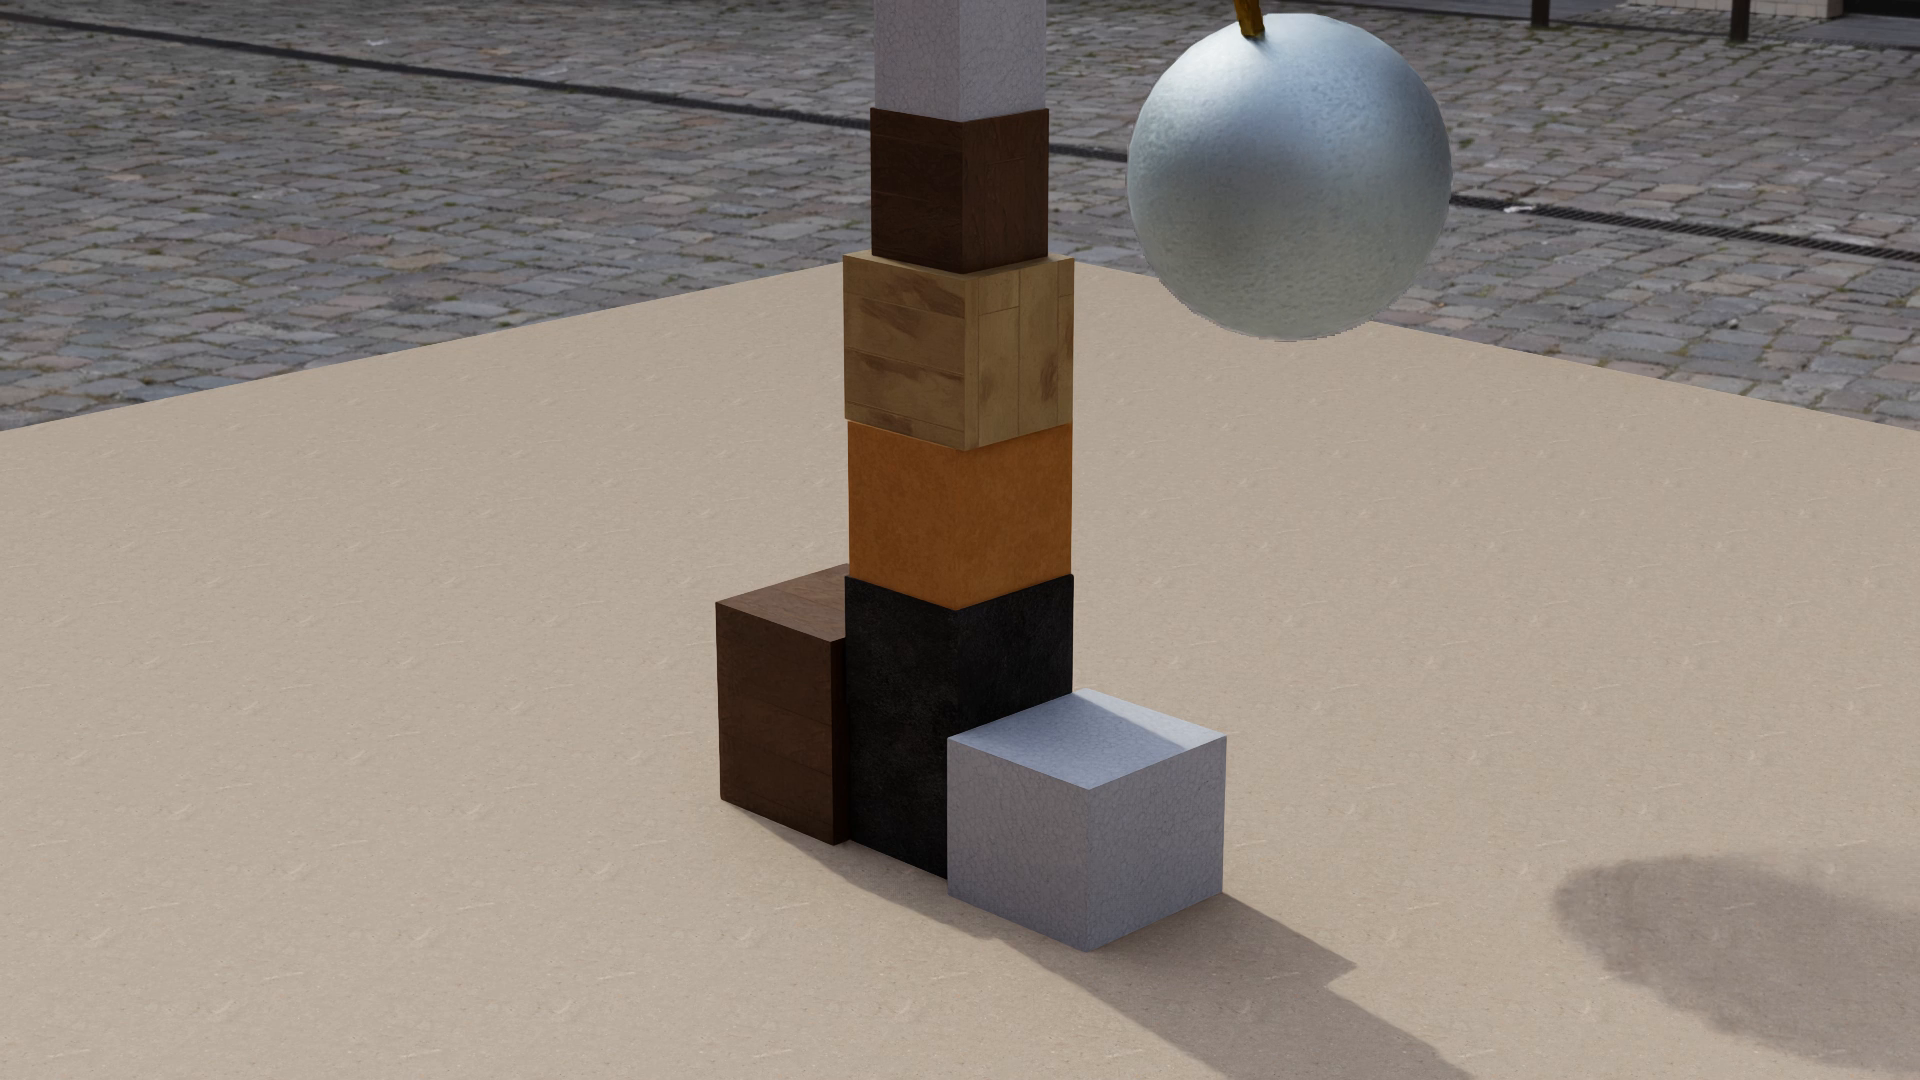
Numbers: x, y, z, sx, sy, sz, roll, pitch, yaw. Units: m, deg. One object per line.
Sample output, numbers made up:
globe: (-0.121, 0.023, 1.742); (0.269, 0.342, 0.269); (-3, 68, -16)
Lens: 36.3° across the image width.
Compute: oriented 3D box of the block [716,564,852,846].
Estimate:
block: (-0.580, 0.776, 14.182); (0.857, 1.016, 0.813); (-17, 24, -42)

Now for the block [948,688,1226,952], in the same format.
block: (0.566, 1.235, 13.148); (0.908, 0.759, 0.853); (-17, 24, -42)

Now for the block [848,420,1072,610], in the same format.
block: (0.002, -0.190, 13.284); (0.746, 0.734, 0.686); (-17, 24, -42)

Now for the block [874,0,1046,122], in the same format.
block: (0.001, -2.142, 12.669); (0.529, 0.552, 0.521); (-17, 24, -42)

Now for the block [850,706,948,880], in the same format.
block: (-0.009, 1.086, 13.703); (0.674, 0.710, 0.752); (-17, 24, -42)

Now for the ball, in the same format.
ball: (1.623, -1.793, 14.479); (1.600, 1.600, 1.600); (0, 17, 0)

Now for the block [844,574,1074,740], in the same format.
block: (-0.003, 0.458, 13.482); (0.753, 0.622, 0.729); (-17, 24, -42)

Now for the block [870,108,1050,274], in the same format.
block: (-0.002, -1.567, 12.847); (0.532, 0.653, 0.568); (-17, 24, -42)

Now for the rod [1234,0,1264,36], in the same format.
rod: (0.703, -4.514, 12.660); (0.080, 5.200, 0.080); (17, 46, 42)

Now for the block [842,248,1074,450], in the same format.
block: (-0.007, -0.896, 13.053); (0.685, 0.750, 0.763); (-17, 24, -42)
